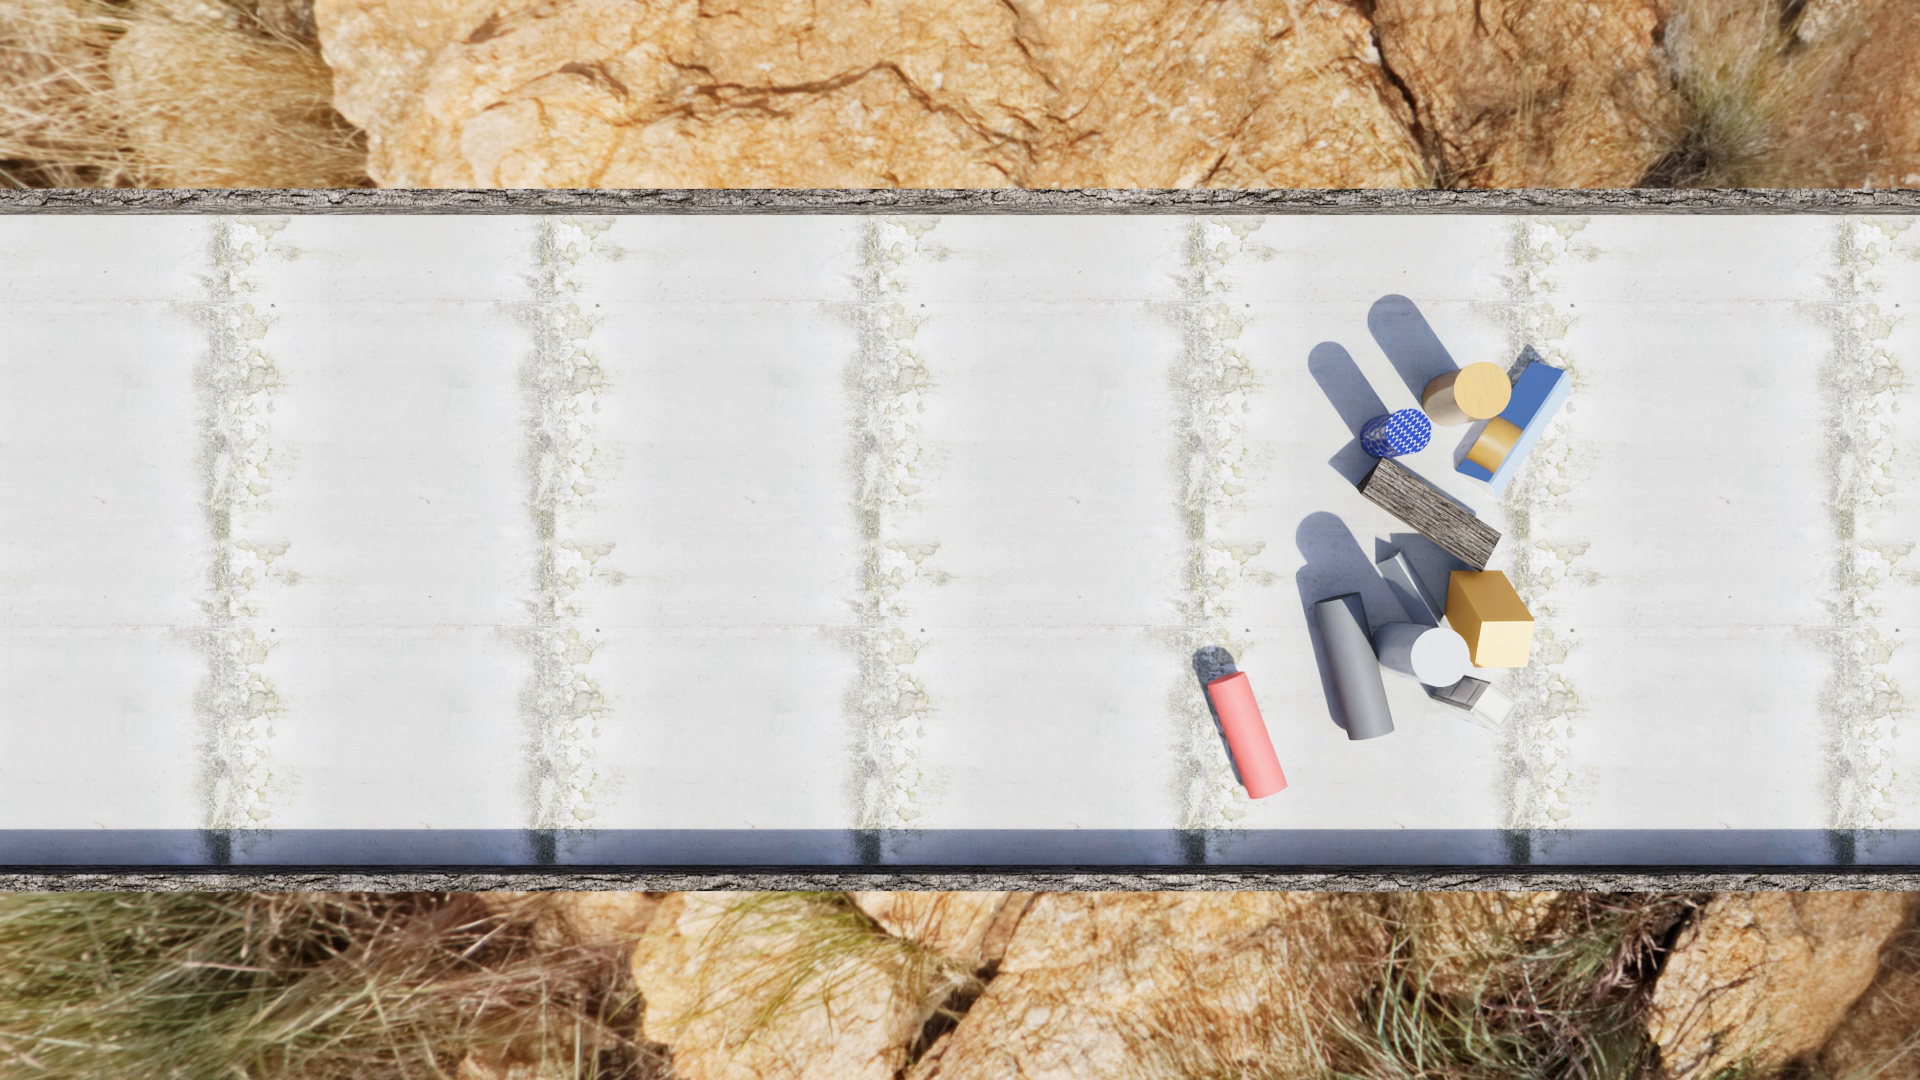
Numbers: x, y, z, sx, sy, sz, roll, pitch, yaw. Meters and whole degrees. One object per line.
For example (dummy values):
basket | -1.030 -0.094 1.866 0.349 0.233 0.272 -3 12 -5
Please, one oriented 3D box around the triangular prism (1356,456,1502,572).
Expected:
triangular prism | 1.405 -0.056 4.982 0.429 0.123 0.142 33 133 0

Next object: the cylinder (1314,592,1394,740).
cylinder | 1.197 0.383 5.006 0.140 0.140 0.427 -14 90 0

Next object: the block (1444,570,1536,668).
block | 1.571 0.231 4.903 0.154 0.308 0.154 -1 118 -1

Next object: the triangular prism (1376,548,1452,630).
triangular prism | 1.403 0.181 5.035 0.091 0.079 0.312 -32 90 0

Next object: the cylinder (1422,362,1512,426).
cylinder | 1.504 -0.431 4.912 0.165 0.329 0.165 0 90 0

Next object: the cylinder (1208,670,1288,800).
cylinder | 0.874 0.593 5.015 0.123 0.123 0.369 -21 90 0

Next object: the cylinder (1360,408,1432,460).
cylinder | 1.296 -0.314 4.920 0.133 0.313 0.133 0 90 0

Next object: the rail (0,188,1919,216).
rail | -2.247 -1.025 5.002 12.000 0.150 0.050 0 90 0

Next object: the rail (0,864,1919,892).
rail | -2.247 1.025 5.001 12.000 0.150 0.050 0 90 0

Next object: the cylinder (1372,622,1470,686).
cylinder | 1.344 0.330 4.850 0.166 0.451 0.166 0 89 -1

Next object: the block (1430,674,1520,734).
block | 1.519 0.476 4.877 0.104 0.398 0.104 36 90 0
